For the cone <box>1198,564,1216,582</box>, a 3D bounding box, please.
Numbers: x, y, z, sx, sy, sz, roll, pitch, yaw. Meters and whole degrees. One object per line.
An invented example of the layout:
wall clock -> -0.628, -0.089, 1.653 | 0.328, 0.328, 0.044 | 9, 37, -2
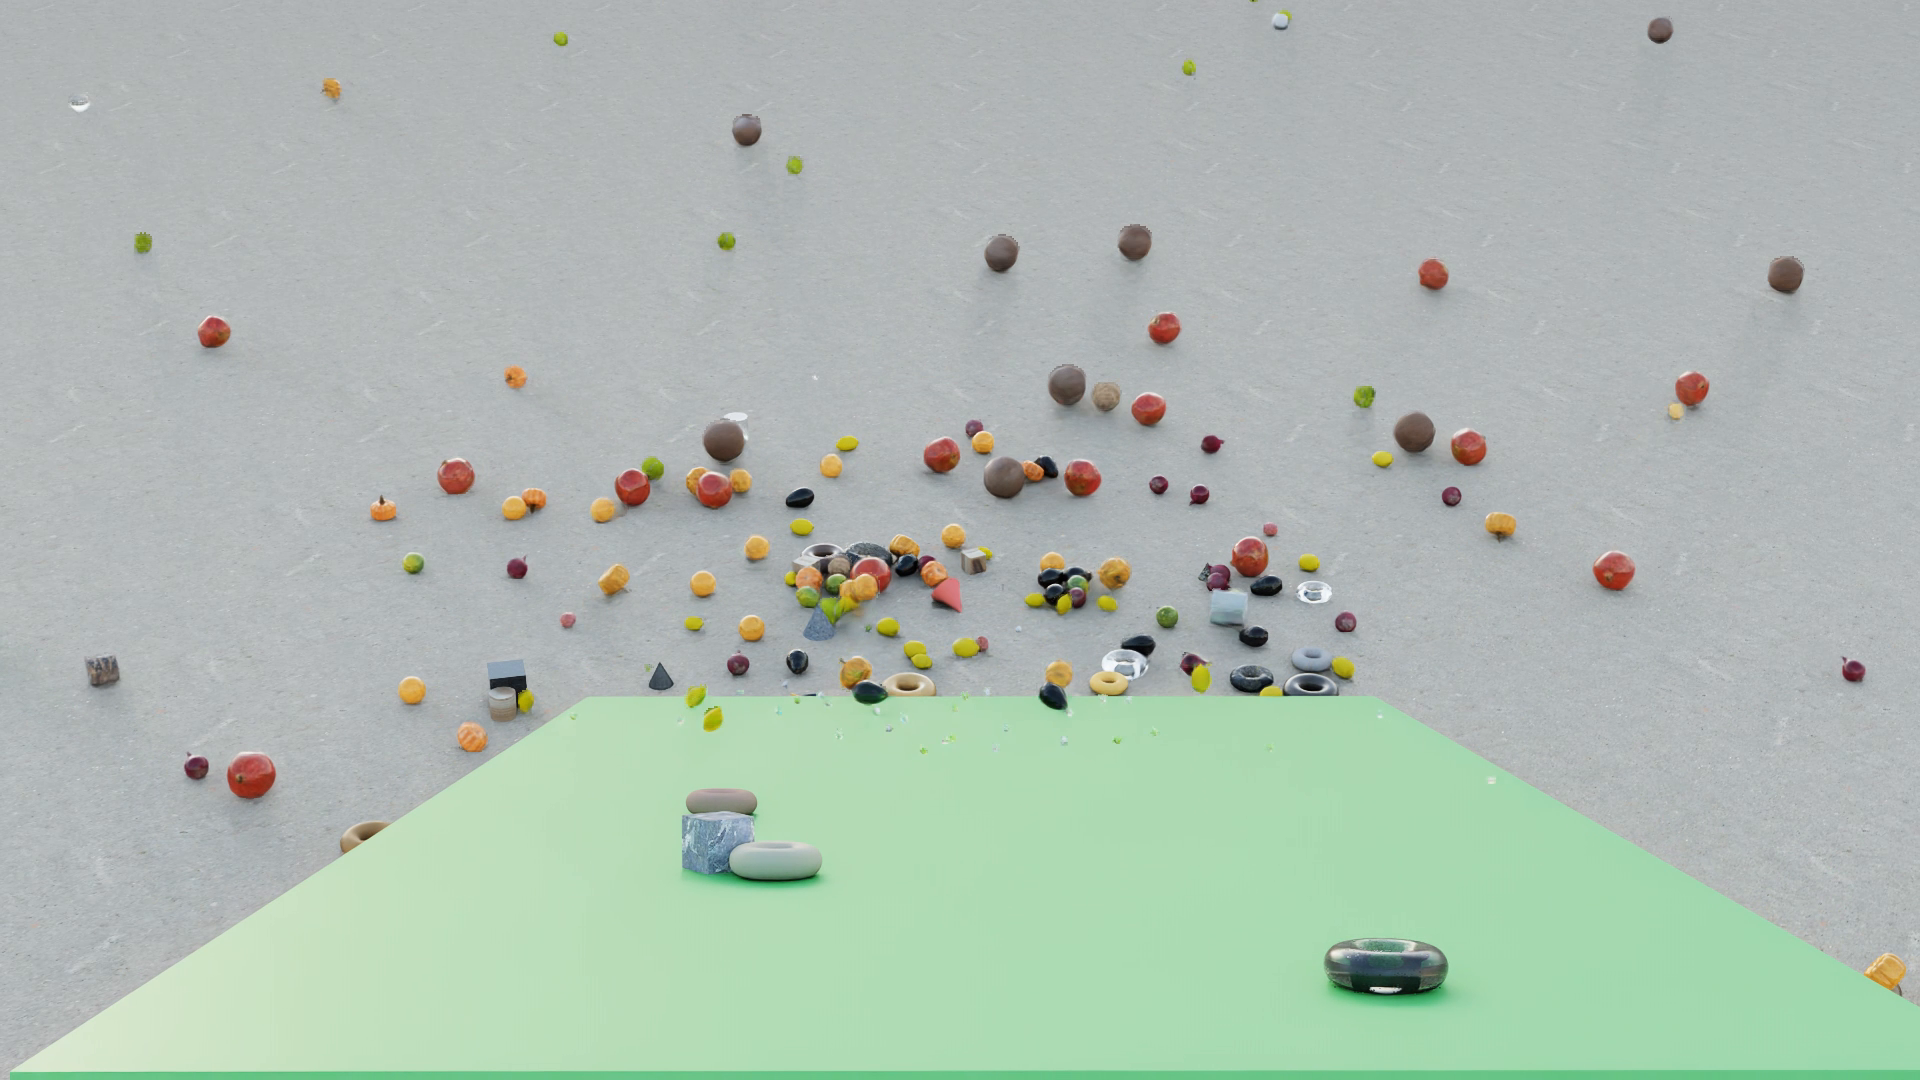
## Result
cone -> 0.709, 0.086, 7.387 | 0.051, 0.051, 0.051 | 0, 25, 0

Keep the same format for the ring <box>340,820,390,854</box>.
ring -> -1.379, 0.706, 6.043 | 0.146, 0.049, 0.146 | 0, 23, 0

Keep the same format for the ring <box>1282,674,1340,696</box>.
ring -> 0.915, 0.396, 6.717 | 0.148, 0.049, 0.148 | 1, 26, -1

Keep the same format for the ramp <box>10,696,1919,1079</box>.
ramp -> 0.056, 0.512, 4.553 | 2.000, 0.100, 4.000 | 0, 2, 0

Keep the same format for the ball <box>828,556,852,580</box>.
ball -> -0.345, 0.082, 7.376 | 0.067, 0.067, 0.067 | 0, 25, 0

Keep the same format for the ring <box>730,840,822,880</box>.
ring -> -0.268, 0.465, 3.744 | 0.136, 0.045, 0.136 | 1, 0, 0

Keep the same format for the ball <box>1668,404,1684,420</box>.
ball -> 2.362, -0.424, 8.493 | 0.051, 0.051, 0.051 | 0, 25, 0

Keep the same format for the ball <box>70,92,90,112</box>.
ball -> -4.077, -2.027, 11.932 | 0.086, 0.086, 0.086 | 0, 25, 0

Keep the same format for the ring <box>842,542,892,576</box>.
ring -> -0.266, 0.055, 7.438 | 0.147, 0.049, 0.147 | 8, 30, -5

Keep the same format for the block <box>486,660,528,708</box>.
block -> -1.177, 0.377, 6.705 | 0.093, 0.093, 0.093 | -6, 25, -13

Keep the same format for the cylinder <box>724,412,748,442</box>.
cylinder -> -0.723, -0.364, 8.333 | 0.076, 0.076, 0.076 | 0, 25, 0

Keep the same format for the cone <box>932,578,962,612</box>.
cone -> -0.018, 0.171, 7.213 | 0.091, 0.091, 0.091 | -17, 56, -33

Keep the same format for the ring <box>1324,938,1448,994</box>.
ring -> 0.489, 0.489, 2.962 | 0.143, 0.048, 0.143 | 0, 1, 0

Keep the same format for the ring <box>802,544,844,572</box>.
ring -> -0.396, 0.052, 7.467 | 0.137, 0.046, 0.137 | 0, 26, 0

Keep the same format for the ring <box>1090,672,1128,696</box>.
ring -> 0.391, 0.377, 6.776 | 0.101, 0.034, 0.101 | 1, 26, 0

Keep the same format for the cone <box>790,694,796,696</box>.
cone -> -0.424, 0.413, 6.637 | 0.063, 0.063, 0.063 | -11, 45, 11

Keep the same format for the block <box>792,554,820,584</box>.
block -> -0.440, 0.085, 7.381 | 0.057, 0.057, 0.057 | 16, 29, 32

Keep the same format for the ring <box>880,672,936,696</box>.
ring -> -0.136, 0.395, 6.719 | 0.150, 0.050, 0.150 | -1, 26, 0

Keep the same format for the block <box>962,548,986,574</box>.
block -> 0.039, 0.062, 7.437 | 0.053, 0.053, 0.053 | -13, 28, -27

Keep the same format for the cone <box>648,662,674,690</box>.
cone -> -0.790, 0.350, 6.793 | 0.067, 0.067, 0.067 | 0, 25, 0

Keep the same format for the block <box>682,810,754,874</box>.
block -> -0.357, 0.447, 3.808 | 0.078, 0.078, 0.078 | -1, 2, -35

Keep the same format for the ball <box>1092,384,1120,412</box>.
ball -> 0.484, -0.473, 8.549 | 0.094, 0.094, 0.094 | 0, 25, 0

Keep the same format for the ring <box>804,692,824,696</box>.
ring -> -0.383, 0.421, 6.689 | 0.077, 0.026, 0.077 | -4, 24, 2

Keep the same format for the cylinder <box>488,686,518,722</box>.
cylinder -> -1.176, 0.423, 6.635 | 0.068, 0.068, 0.068 | 0, 25, 0

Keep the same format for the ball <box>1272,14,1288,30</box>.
ball -> 1.663, -2.688, 13.366 | 0.085, 0.085, 0.085 | 0, 25, 0

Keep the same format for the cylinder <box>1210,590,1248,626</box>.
cylinder -> 0.743, 0.189, 7.117 | 0.090, 0.090, 0.090 | 6, 25, 12

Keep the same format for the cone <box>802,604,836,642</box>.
cone -> -0.386, 0.215, 7.057 | 0.092, 0.092, 0.092 | 0, 25, 0

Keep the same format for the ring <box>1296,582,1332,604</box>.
ring -> 1.000, 0.147, 7.274 | 0.104, 0.035, 0.104 | -1, 24, 0

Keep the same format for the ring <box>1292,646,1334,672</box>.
ring -> 0.944, 0.320, 6.896 | 0.112, 0.037, 0.112 | 1, 23, 0

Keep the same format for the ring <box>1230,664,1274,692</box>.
ring -> 0.769, 0.365, 6.795 | 0.116, 0.039, 0.116 | 0, 26, 0

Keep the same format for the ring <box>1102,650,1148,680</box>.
ring -> 0.439, 0.331, 6.867 | 0.124, 0.041, 0.124 | 0, 26, 0

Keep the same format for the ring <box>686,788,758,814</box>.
ring -> -0.406, 0.447, 4.387 | 0.122, 0.041, 0.122 | 1, 1, 0
